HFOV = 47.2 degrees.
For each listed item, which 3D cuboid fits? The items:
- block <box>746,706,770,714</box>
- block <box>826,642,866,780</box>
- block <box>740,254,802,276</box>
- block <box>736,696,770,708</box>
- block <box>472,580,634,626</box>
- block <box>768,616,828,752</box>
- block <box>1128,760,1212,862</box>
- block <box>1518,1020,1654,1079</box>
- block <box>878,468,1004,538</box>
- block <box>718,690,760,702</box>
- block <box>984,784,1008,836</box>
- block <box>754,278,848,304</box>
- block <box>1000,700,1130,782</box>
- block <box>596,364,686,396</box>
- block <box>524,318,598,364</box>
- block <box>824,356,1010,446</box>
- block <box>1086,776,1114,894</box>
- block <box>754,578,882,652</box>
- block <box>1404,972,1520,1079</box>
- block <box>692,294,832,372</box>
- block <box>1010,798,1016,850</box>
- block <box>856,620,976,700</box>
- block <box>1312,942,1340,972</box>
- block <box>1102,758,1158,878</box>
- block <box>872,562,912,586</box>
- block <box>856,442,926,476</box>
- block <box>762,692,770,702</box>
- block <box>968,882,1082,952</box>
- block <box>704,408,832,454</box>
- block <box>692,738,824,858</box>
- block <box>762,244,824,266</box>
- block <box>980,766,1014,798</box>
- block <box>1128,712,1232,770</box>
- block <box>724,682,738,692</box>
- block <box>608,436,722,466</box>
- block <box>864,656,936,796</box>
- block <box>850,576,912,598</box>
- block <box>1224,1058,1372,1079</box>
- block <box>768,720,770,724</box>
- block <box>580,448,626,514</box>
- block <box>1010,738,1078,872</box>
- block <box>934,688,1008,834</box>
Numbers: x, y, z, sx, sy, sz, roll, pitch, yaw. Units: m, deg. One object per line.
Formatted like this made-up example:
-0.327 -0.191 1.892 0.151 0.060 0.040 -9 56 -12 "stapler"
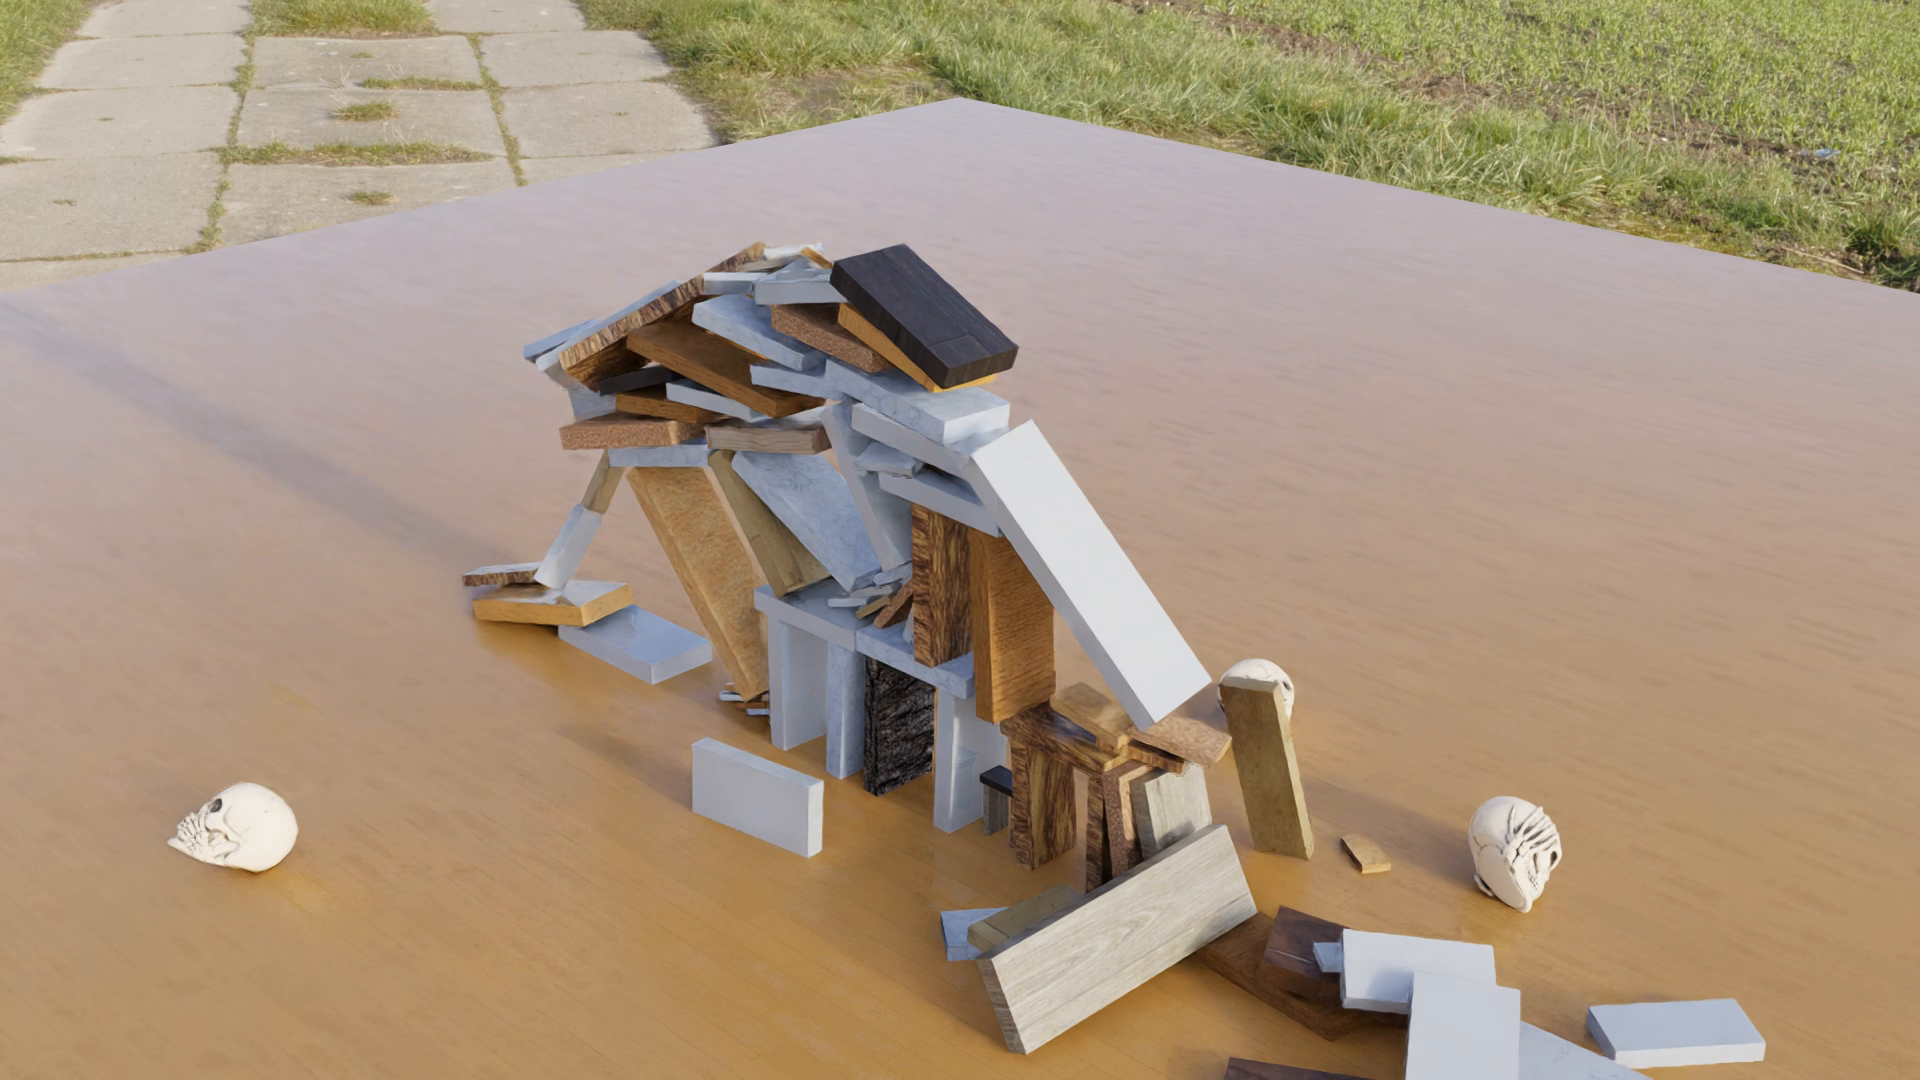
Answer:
-0.420 0.369 4.831 0.049 0.014 0.097 -21 10 -40 "block"
-0.204 0.331 4.581 0.044 0.310 0.155 25 33 39 "block"
-0.384 -0.552 4.509 0.130 0.018 0.065 -10 -20 -4 "block"
-0.440 0.356 4.851 0.053 0.015 0.106 -21 9 -40 "block"
-0.974 0.146 5.258 0.353 0.050 0.176 2 18 34 "block"
-0.332 0.283 4.698 0.155 0.310 0.044 -19 30 -38 "block"
0.404 0.563 4.058 0.148 0.295 0.042 -19 13 -38 "block"
0.967 0.882 3.626 0.314 0.044 0.157 20 30 38 "block"
0.019 -0.096 4.148 0.167 0.047 0.335 -19 30 -38 "block"
-0.484 0.342 4.895 0.053 0.015 0.106 -21 13 -40 "block"
0.072 0.527 4.375 0.016 0.112 0.056 21 31 41 "block"
-0.259 -0.497 4.346 0.151 0.043 0.301 -13 12 -38 "block"
0.217 0.370 4.148 0.134 0.038 0.268 -21 30 -40 "block"
-0.658 -0.359 4.770 0.256 0.036 0.128 -7 10 44 "block"
-0.872 -0.435 5.002 0.230 0.033 0.115 -15 -29 37 "block"
-0.084 -0.283 4.207 0.170 0.048 0.339 -18 36 -40 "block"
0.297 0.544 4.136 0.038 0.268 0.134 20 30 41 "block"
-0.269 0.143 4.571 0.310 0.044 0.155 20 30 41 "block"
0.803 0.859 3.530 0.174 0.049 0.347 8 41 9 "block"
-0.393 -0.425 4.475 0.277 0.039 0.139 26 29 23 "block"
0.125 0.548 4.326 0.016 0.112 0.056 21 31 41 "block"
-0.043 0.224 4.373 0.312 0.044 0.156 21 31 40 "block"
0.671 0.718 3.785 0.115 0.016 0.058 2 29 -11 "block"
0.344 0.549 4.084 0.148 0.295 0.042 -21 20 -40 "block"
-0.089 0.053 4.341 0.085 0.024 0.170 -21 2 -40 "block"
-0.128 -0.154 4.183 0.128 0.018 0.064 10 41 31 "block"
-0.384 0.337 4.782 0.049 0.014 0.097 -21 13 -39 "block"
0.138 0.699 3.989 0.229 0.033 0.115 -18 29 -36 "block"
-0.353 -0.228 4.522 0.336 0.048 0.168 6 22 45 "block"
-0.404 0.509 4.363 0.303 0.152 0.043 16 24 33 "block"
-0.354 -0.594 4.630 0.124 0.062 0.018 -9 67 -15 "block"
0.098 0.478 4.325 0.112 0.016 0.056 21 31 41 "block"
0.400 0.358 4.009 0.169 0.024 0.085 20 32 19 "block"
-0.473 0.324 4.886 0.053 0.015 0.106 -15 9 -36 "block"
-0.594 -0.202 4.762 0.331 0.047 0.166 2 17 44 "block"
-0.124 0.358 4.515 0.156 0.312 0.044 -21 34 -41 "block"
-0.159 0.095 4.434 0.122 0.017 0.061 -9 10 44 "block"
0.556 0.911 3.566 0.259 0.037 0.130 6 24 14 "block"
-0.376 0.372 4.784 0.049 0.097 0.014 -21 76 -40 "block"
-0.825 -0.161 5.182 0.028 0.201 0.100 24 -1 12 "block"
0.163 0.491 4.257 0.038 0.268 0.134 16 28 43 "block"
0.024 0.416 4.379 0.156 0.312 0.044 -21 34 -41 "block"
